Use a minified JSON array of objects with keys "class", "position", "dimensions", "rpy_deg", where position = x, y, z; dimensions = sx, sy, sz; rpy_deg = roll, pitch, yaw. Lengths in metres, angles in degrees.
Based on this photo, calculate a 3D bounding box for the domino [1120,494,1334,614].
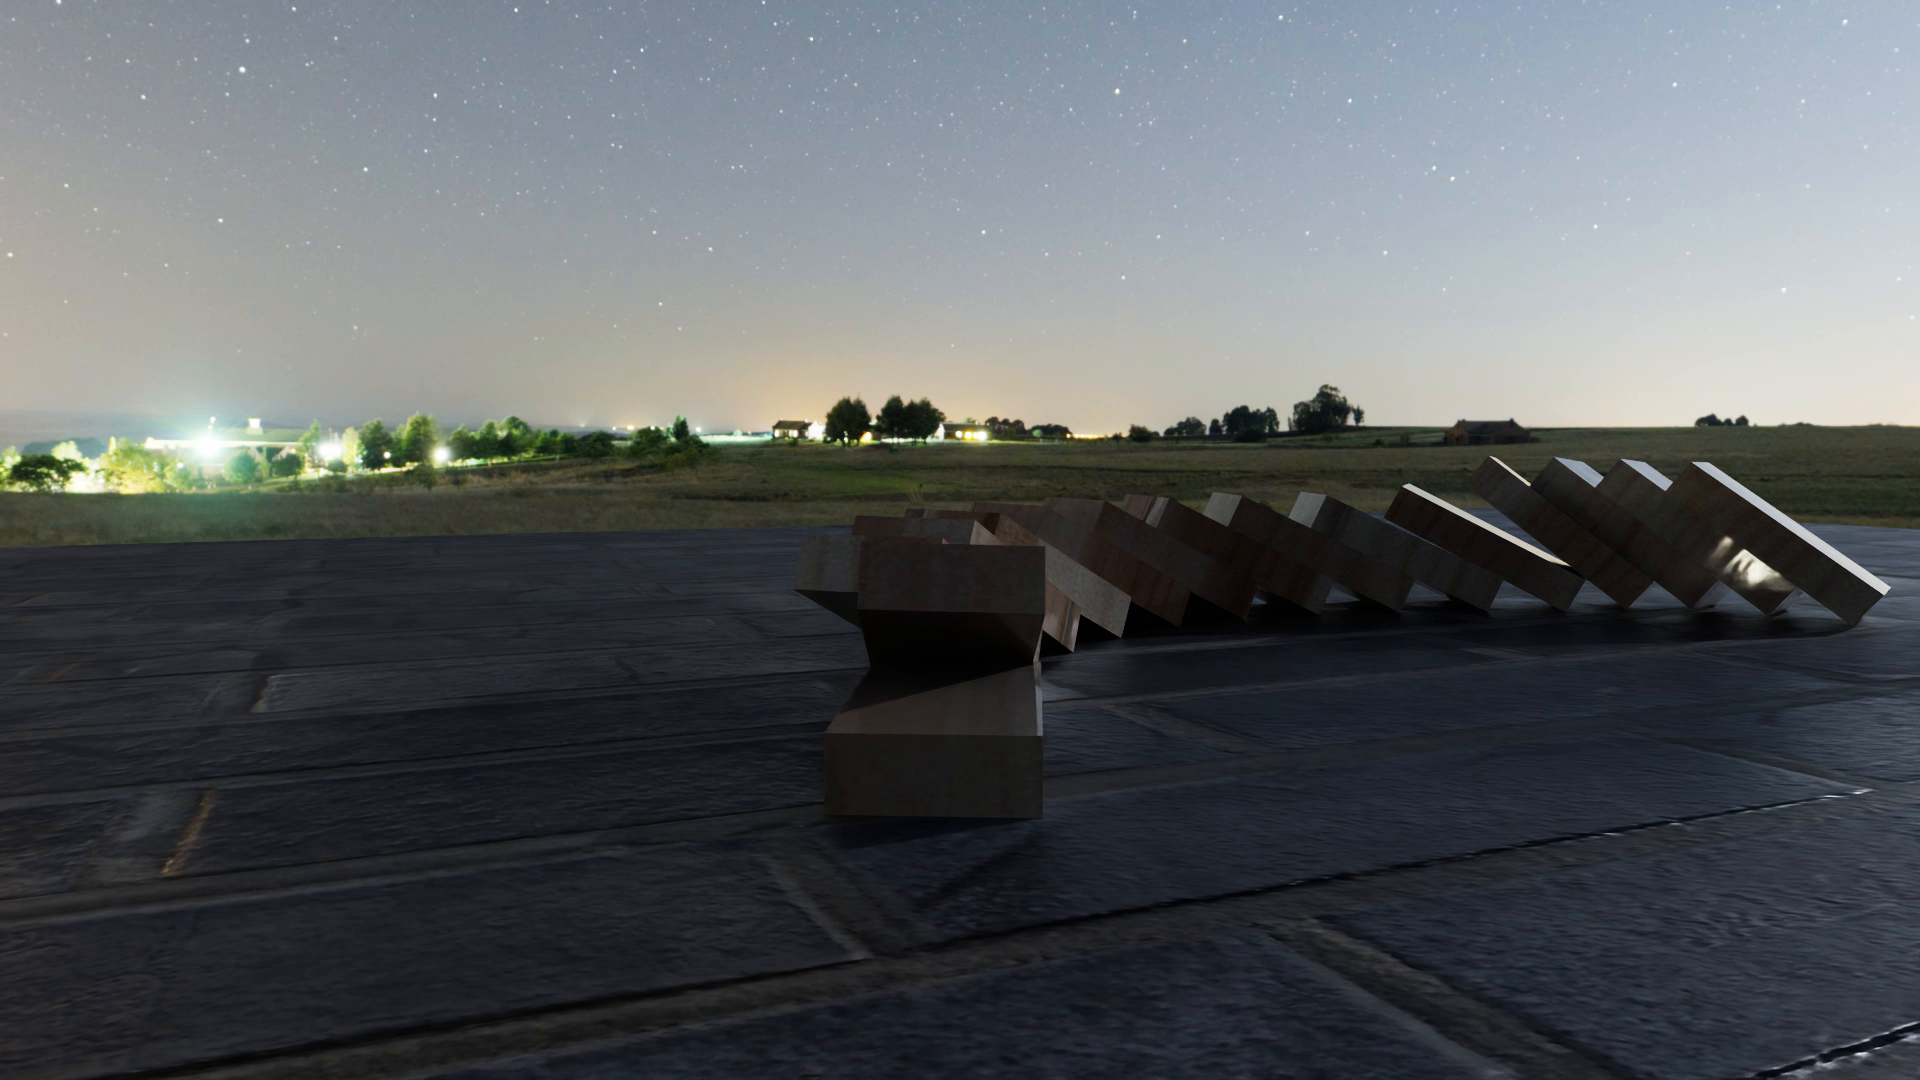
[{"class":"domino","position":[0.066,0.003,0.324],"dimensions":[0.050,0.010,0.025],"rpy_deg":[25,-3,-17]}]

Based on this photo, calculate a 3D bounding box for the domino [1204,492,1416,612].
[{"class":"domino","position":[0.089,0.003,0.334],"dimensions":[0.050,0.010,0.025],"rpy_deg":[25,2,-7]}]

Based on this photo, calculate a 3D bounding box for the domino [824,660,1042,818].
[{"class":"domino","position":[-0.002,0.025,0.171],"dimensions":[0.025,0.009,0.050],"rpy_deg":[0,4,3]}]

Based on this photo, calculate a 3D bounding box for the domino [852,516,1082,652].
[{"class":"domino","position":[0.002,0.009,0.249],"dimensions":[0.025,0.010,0.050],"rpy_deg":[2,-19,30]}]

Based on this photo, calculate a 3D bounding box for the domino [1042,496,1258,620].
[{"class":"domino","position":[0.045,0.004,0.310],"dimensions":[0.050,0.010,0.025],"rpy_deg":[26,-8,-27]}]

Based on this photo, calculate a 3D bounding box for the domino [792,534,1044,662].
[{"class":"domino","position":[-0.006,0.012,0.225],"dimensions":[0.025,0.010,0.050],"rpy_deg":[2,-18,24]}]

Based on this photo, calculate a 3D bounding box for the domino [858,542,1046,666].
[{"class":"domino","position":[-0.001,0.013,0.196],"dimensions":[0.025,0.010,0.050],"rpy_deg":[1,-19,0]}]

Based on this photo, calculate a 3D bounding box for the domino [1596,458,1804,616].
[{"class":"domino","position":[0.190,-0.001,0.329],"dimensions":[0.025,0.010,0.050],"rpy_deg":[-1,40,-49]}]

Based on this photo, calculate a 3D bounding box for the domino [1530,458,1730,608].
[{"class":"domino","position":[0.178,-0.002,0.339],"dimensions":[0.025,0.009,0.050],"rpy_deg":[1,39,-48]}]

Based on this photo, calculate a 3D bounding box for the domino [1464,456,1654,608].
[{"class":"domino","position":[0.159,-0.003,0.341],"dimensions":[0.050,0.010,0.025],"rpy_deg":[43,19,19]}]

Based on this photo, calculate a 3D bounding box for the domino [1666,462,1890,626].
[{"class":"domino","position":[0.201,0.000,0.316],"dimensions":[0.025,0.010,0.050],"rpy_deg":[-4,42,-51]}]

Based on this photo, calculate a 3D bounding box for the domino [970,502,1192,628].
[{"class":"domino","position":[0.027,0.006,0.294],"dimensions":[0.050,0.010,0.025],"rpy_deg":[27,-13,-36]}]

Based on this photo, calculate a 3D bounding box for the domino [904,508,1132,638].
[{"class":"domino","position":[0.012,0.008,0.273],"dimensions":[0.025,0.010,0.050],"rpy_deg":[4,-19,41]}]

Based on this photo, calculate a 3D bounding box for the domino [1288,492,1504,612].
[{"class":"domino","position":[0.113,0.003,0.337],"dimensions":[0.050,0.010,0.025],"rpy_deg":[25,4,-2]}]

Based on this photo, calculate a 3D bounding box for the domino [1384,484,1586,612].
[{"class":"domino","position":[0.140,0.001,0.343],"dimensions":[0.050,0.009,0.025],"rpy_deg":[31,15,19]}]
